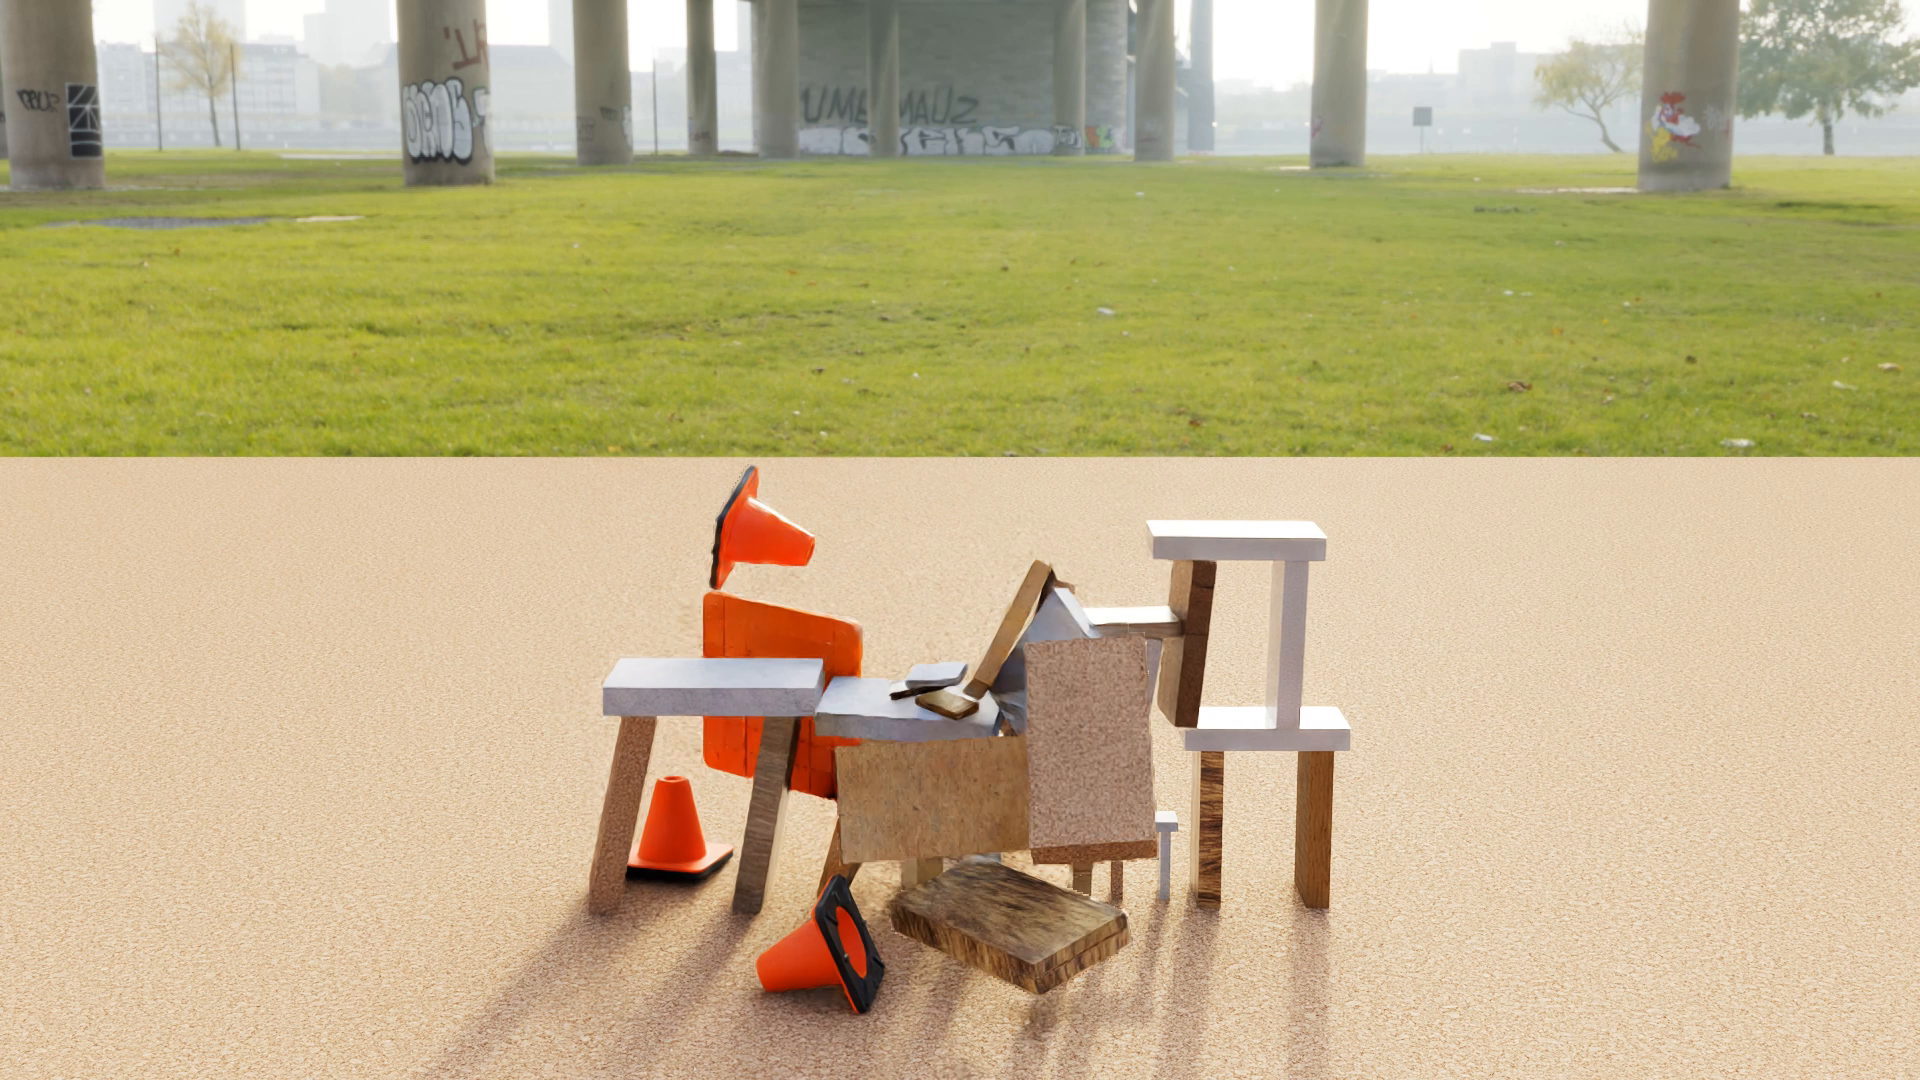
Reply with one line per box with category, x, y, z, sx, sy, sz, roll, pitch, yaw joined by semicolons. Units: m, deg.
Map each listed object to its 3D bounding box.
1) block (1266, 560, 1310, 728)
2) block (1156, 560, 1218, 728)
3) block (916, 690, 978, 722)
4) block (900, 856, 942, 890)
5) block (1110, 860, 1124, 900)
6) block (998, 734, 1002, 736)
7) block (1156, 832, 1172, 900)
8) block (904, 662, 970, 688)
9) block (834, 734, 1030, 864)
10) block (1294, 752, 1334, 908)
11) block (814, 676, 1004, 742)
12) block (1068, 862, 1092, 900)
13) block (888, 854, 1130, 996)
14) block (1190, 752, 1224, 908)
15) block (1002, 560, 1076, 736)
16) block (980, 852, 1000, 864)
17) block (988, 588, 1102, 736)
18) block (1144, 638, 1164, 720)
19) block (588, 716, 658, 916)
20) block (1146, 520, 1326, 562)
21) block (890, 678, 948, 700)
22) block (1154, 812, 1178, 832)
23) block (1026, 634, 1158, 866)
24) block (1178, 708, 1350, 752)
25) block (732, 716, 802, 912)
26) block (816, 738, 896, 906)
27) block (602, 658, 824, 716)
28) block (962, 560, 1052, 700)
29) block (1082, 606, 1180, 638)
block;0.532;0.156;3.584;0.039;0.274;0.137;1;11;0
block;0.369;0.155;3.585;0.039;0.275;0.137;4;10;-8
block;-0.021;0.263;3.528;0.095;0.014;0.048;17;29;42
block;-0.064;0.447;3.637;0.041;0.293;0.146;-2;11;-12
block;0.261;0.532;3.658;0.017;0.117;0.058;0;11;0
block;0.129;0.351;3.621;0.227;0.032;0.113;0;11;0
block;0.339;0.532;3.658;0.017;0.117;0.058;0;11;0
block;-0.037;0.218;3.551;0.095;0.014;0.048;-5;29;27
block;-0.011;0.391;3.338;0.347;0.174;0.049;-3;-7;-7
block;0.586;0.460;3.641;0.038;0.266;0.133;0;11;0
block;-0.078;0.278;3.580;0.293;0.041;0.146;3;20;9
block;0.202;0.479;3.645;0.032;0.227;0.113;1;11;0
block;0.068;0.562;3.240;0.174;0.049;0.347;-23;21;-33
block;0.408;0.460;3.641;0.038;0.266;0.133;0;11;0
block;0.126;0.191;3.564;0.032;0.298;0.112;14;15;-7
block;0.051;0.479;3.645;0.032;0.227;0.113;1;11;0
block;0.132;0.196;3.464;0.032;0.223;0.112;3;40;-41
block;0.289;0.304;3.613;0.027;0.314;0.094;9;11;-2
block;-0.554;0.424;3.615;0.048;0.337;0.169;11;10;-11
block;0.444;0.001;3.557;0.274;0.039;0.137;1;11;0
block;-0.065;0.235;3.574;0.095;0.014;0.048;-14;20;10
block;0.300;0.467;3.646;0.117;0.017;0.059;0;11;0
block;0.186;0.297;3.159;0.174;0.049;0.347;-4;52;6
block;0.497;0.310;3.614;0.266;0.038;0.133;0;11;0
block;-0.313;0.422;3.627;0.048;0.338;0.169;11;12;1
block;-0.165;0.440;3.629;0.041;0.293;0.146;19;22;6
block;-0.395;0.238;3.559;0.338;0.048;0.169;0;12;1
block;0.076;0.146;3.548;0.032;0.223;0.112;29;-19;-1
block;0.255;0.135;3.575;0.189;0.027;0.094;-1;13;-7
